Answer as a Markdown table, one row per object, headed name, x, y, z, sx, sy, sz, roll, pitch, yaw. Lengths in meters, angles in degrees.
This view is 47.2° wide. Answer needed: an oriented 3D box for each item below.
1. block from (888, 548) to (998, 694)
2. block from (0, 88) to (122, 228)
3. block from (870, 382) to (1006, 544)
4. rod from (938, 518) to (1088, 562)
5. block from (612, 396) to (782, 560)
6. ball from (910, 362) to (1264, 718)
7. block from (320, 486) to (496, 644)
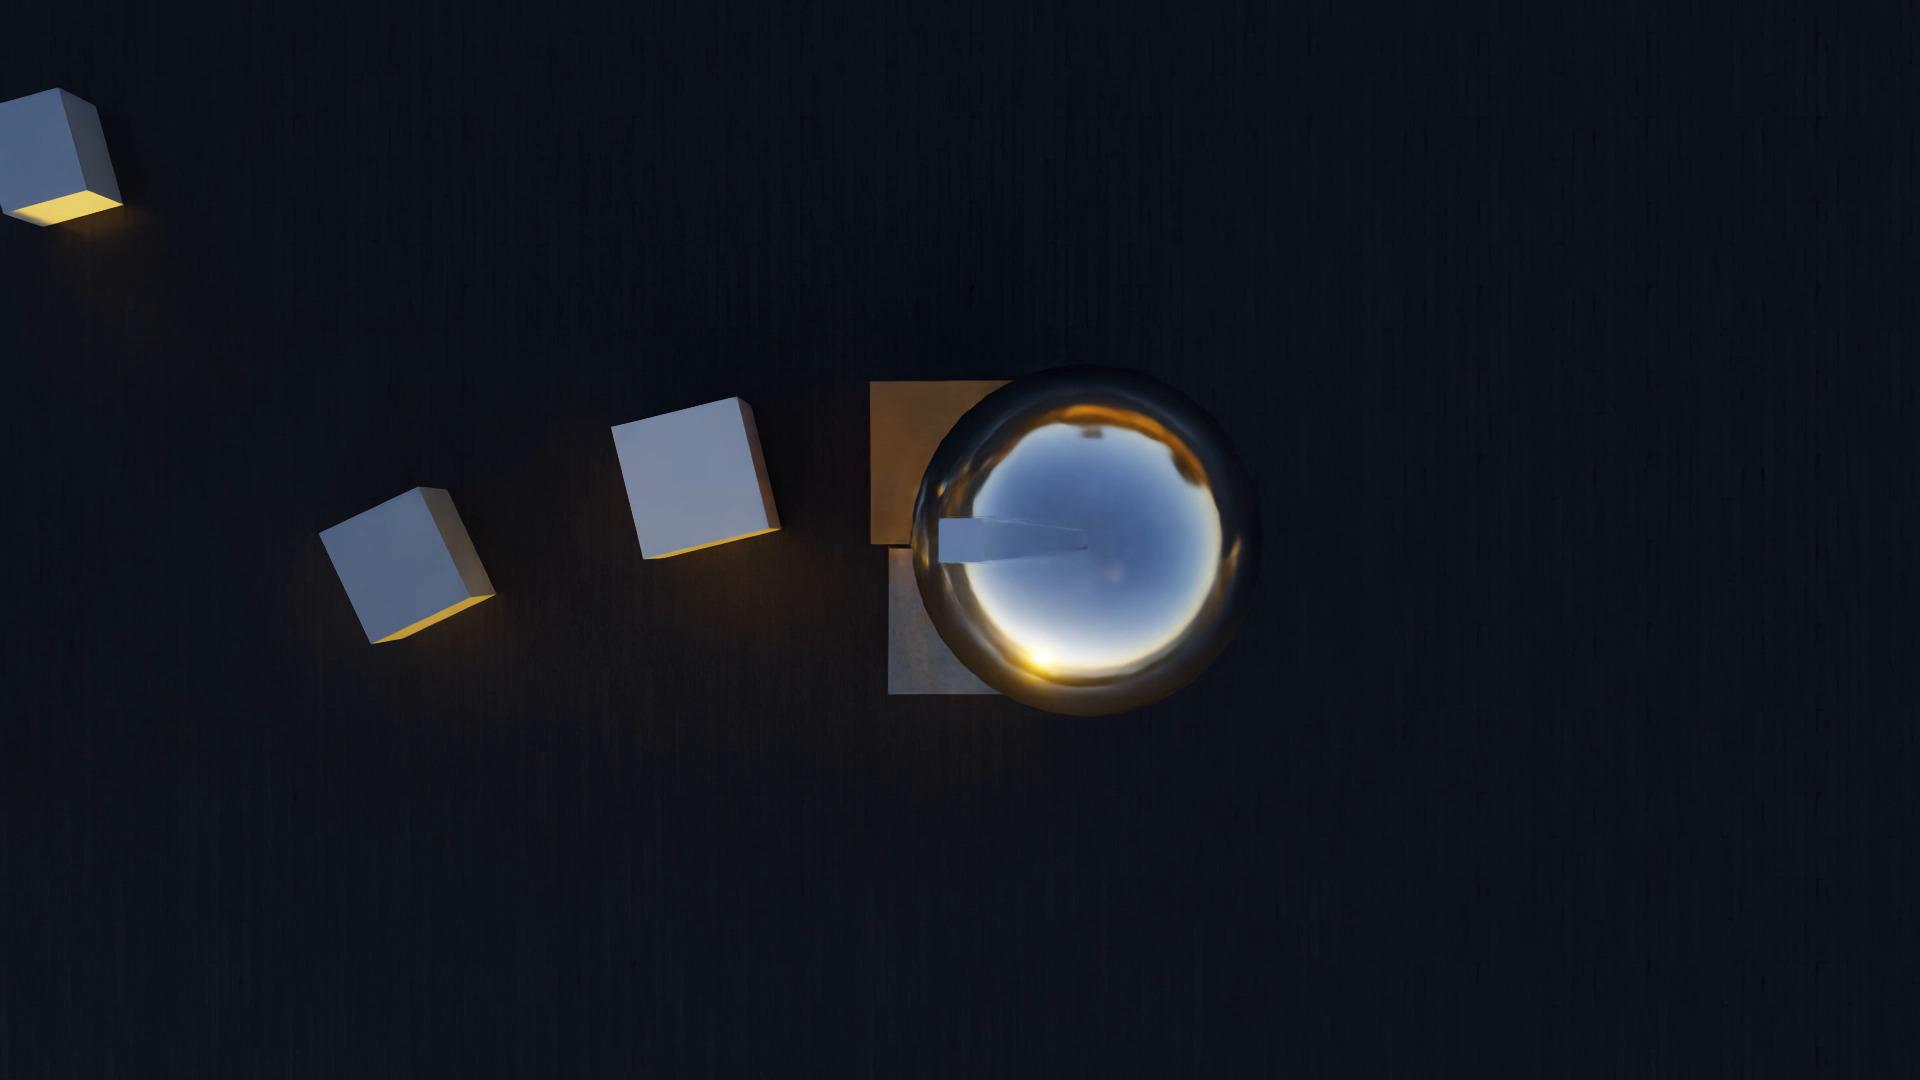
| name | x | y | z | sx | sy | sz | roll | pitch | yaw |
| --- | --- | --- | --- | --- | --- | --- | --- | --- | --- |
| block | 0.010 | 0.452 | 12.624 | 0.824 | 0.752 | 0.819 | 0 | 90 | 0 |
| block | -5.266 | -2.208 | 12.731 | 0.493 | 0.538 | 0.606 | -16 | 90 | 0 |
| block | -0.016 | -0.421 | 12.509 | 0.950 | 0.981 | 0.893 | 0 | 90 | 0 |
| rod | 0.249 | 0.000 | 6.585 | 0.080 | 5.200 | 0.080 | 0 | 90 | 5 |
| block | -1.492 | -0.344 | 12.577 | 0.716 | 0.845 | 0.753 | -14 | 90 | 0 |
| ball | 0.575 | 0.000 | 9.970 | 1.600 | 1.600 | 1.600 | 0 | 90 | 0 |
| block | -3.164 | 0.142 | 12.651 | 0.614 | 0.698 | 0.686 | -25 | 90 | 0 |
